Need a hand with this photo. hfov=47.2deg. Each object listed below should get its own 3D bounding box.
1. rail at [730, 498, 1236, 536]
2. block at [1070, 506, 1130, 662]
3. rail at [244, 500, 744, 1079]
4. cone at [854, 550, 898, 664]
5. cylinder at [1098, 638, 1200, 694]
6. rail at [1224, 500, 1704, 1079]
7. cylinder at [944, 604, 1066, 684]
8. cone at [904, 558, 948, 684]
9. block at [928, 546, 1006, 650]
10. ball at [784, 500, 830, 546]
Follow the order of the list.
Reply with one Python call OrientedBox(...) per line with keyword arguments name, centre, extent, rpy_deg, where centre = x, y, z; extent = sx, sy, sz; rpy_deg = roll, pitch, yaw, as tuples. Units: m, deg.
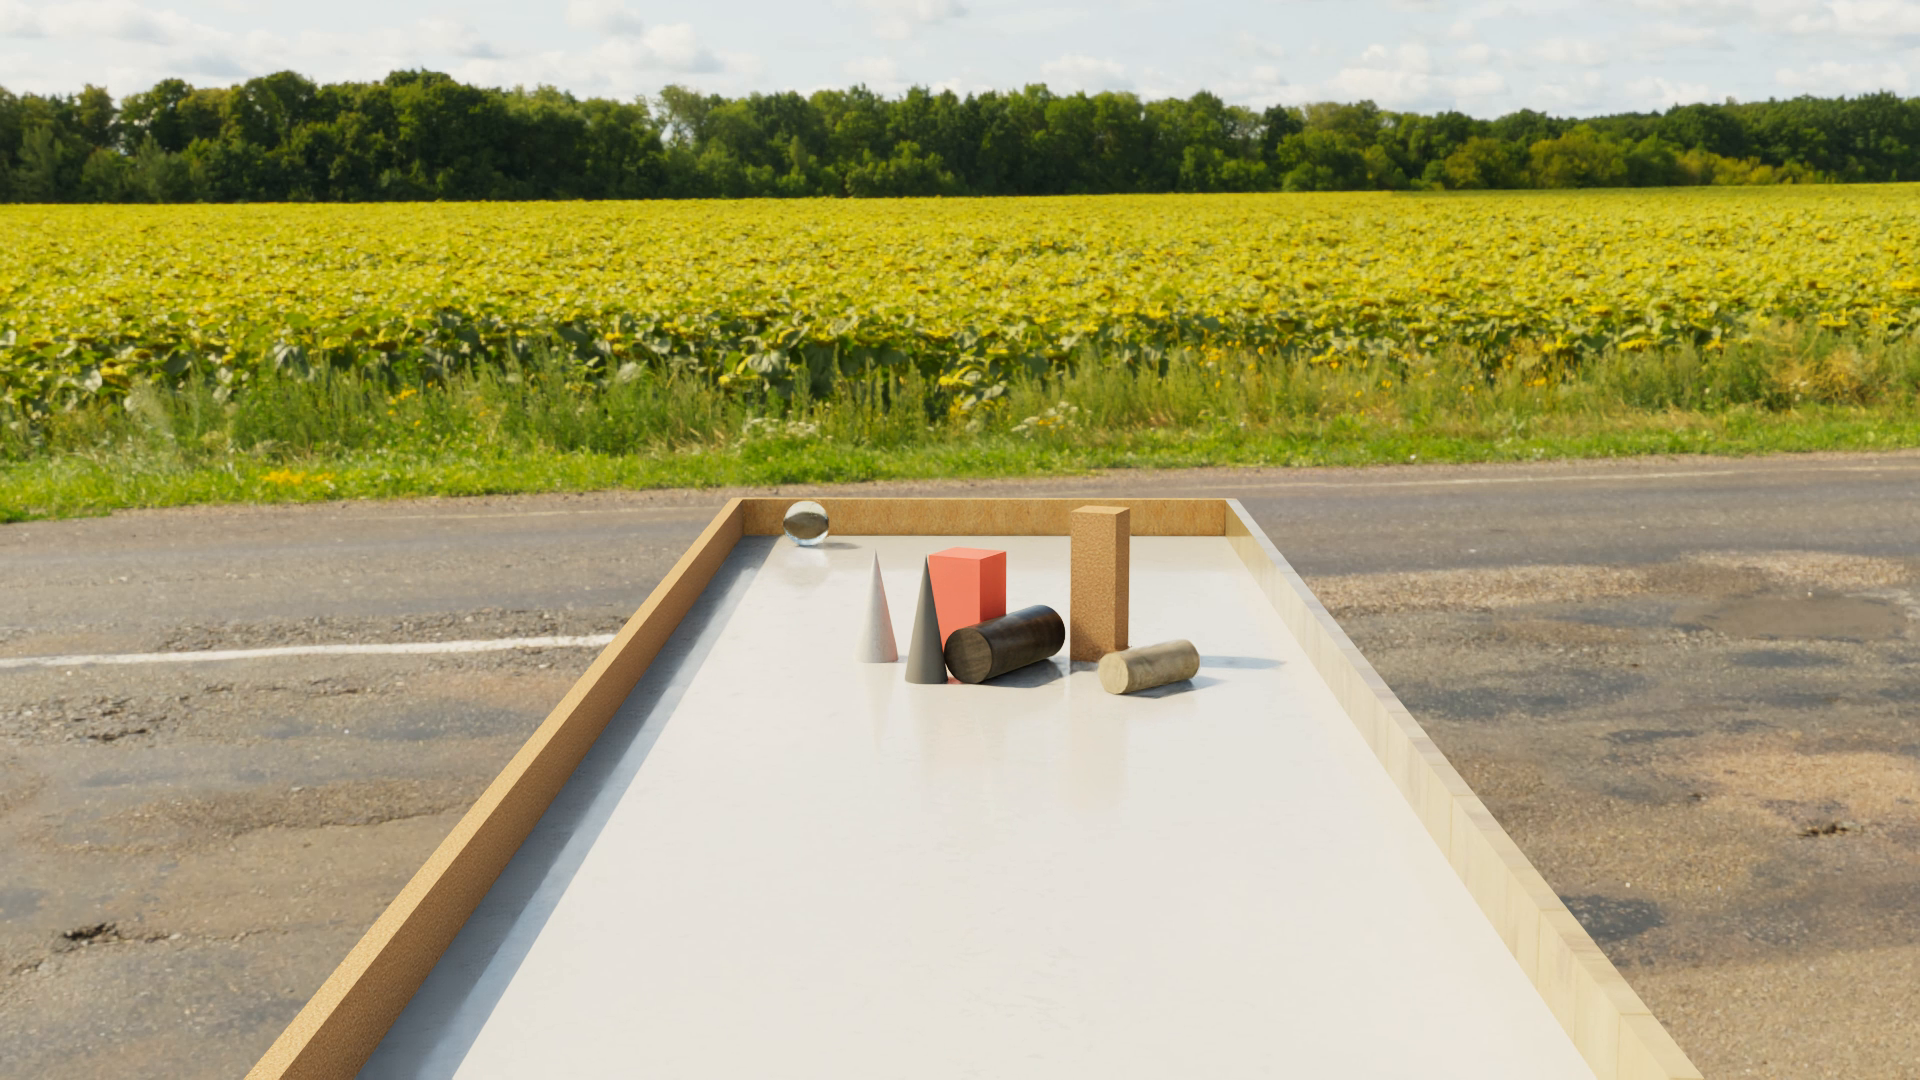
OrientedBox(name="rail", centre=(0.099, -0.098, 9.147), extent=(2.100, 0.150, 0.050), rpy_deg=(0, 9, 1))
OrientedBox(name="block", centre=(0.427, 0.134, 6.701), extent=(0.142, 0.458, 0.142), rpy_deg=(4, 10, 21))
OrientedBox(name="rail", centre=(-1.004, 0.839, 3.234), extent=(0.050, 0.150, 12.000), rpy_deg=(0, 9, 1))
OrientedBox(name="cone", centre=(-0.257, 0.192, 6.698), extent=(0.142, 0.344, 0.142), rpy_deg=(0, 9, 0))
OrientedBox(name="cylinder", centre=(0.546, 0.363, 6.338), extent=(0.301, 0.118, 0.118), rpy_deg=(-8, 12, -42))
OrientedBox(name="rail", centre=(1.046, 0.843, 3.208), extent=(0.050, 0.150, 12.000), rpy_deg=(0, 9, 1))
OrientedBox(name="cylinder", centre=(0.137, 0.307, 6.547), extent=(0.165, 0.165, 0.431), rpy_deg=(6, 11, 32))
OrientedBox(name="cone", centre=(-0.098, 0.224, 6.402), extent=(0.129, 0.375, 0.129), rpy_deg=(0, 9, 0))
OrientedBox(name="block", centre=(0.023, 0.202, 6.680), extent=(0.174, 0.330, 0.174), rpy_deg=(5, 10, 28))
OrientedBox(name="ball", centre=(-0.617, -0.068, 8.844), extent=(0.185, 0.185, 0.185), rpy_deg=(0, 9, 0))
